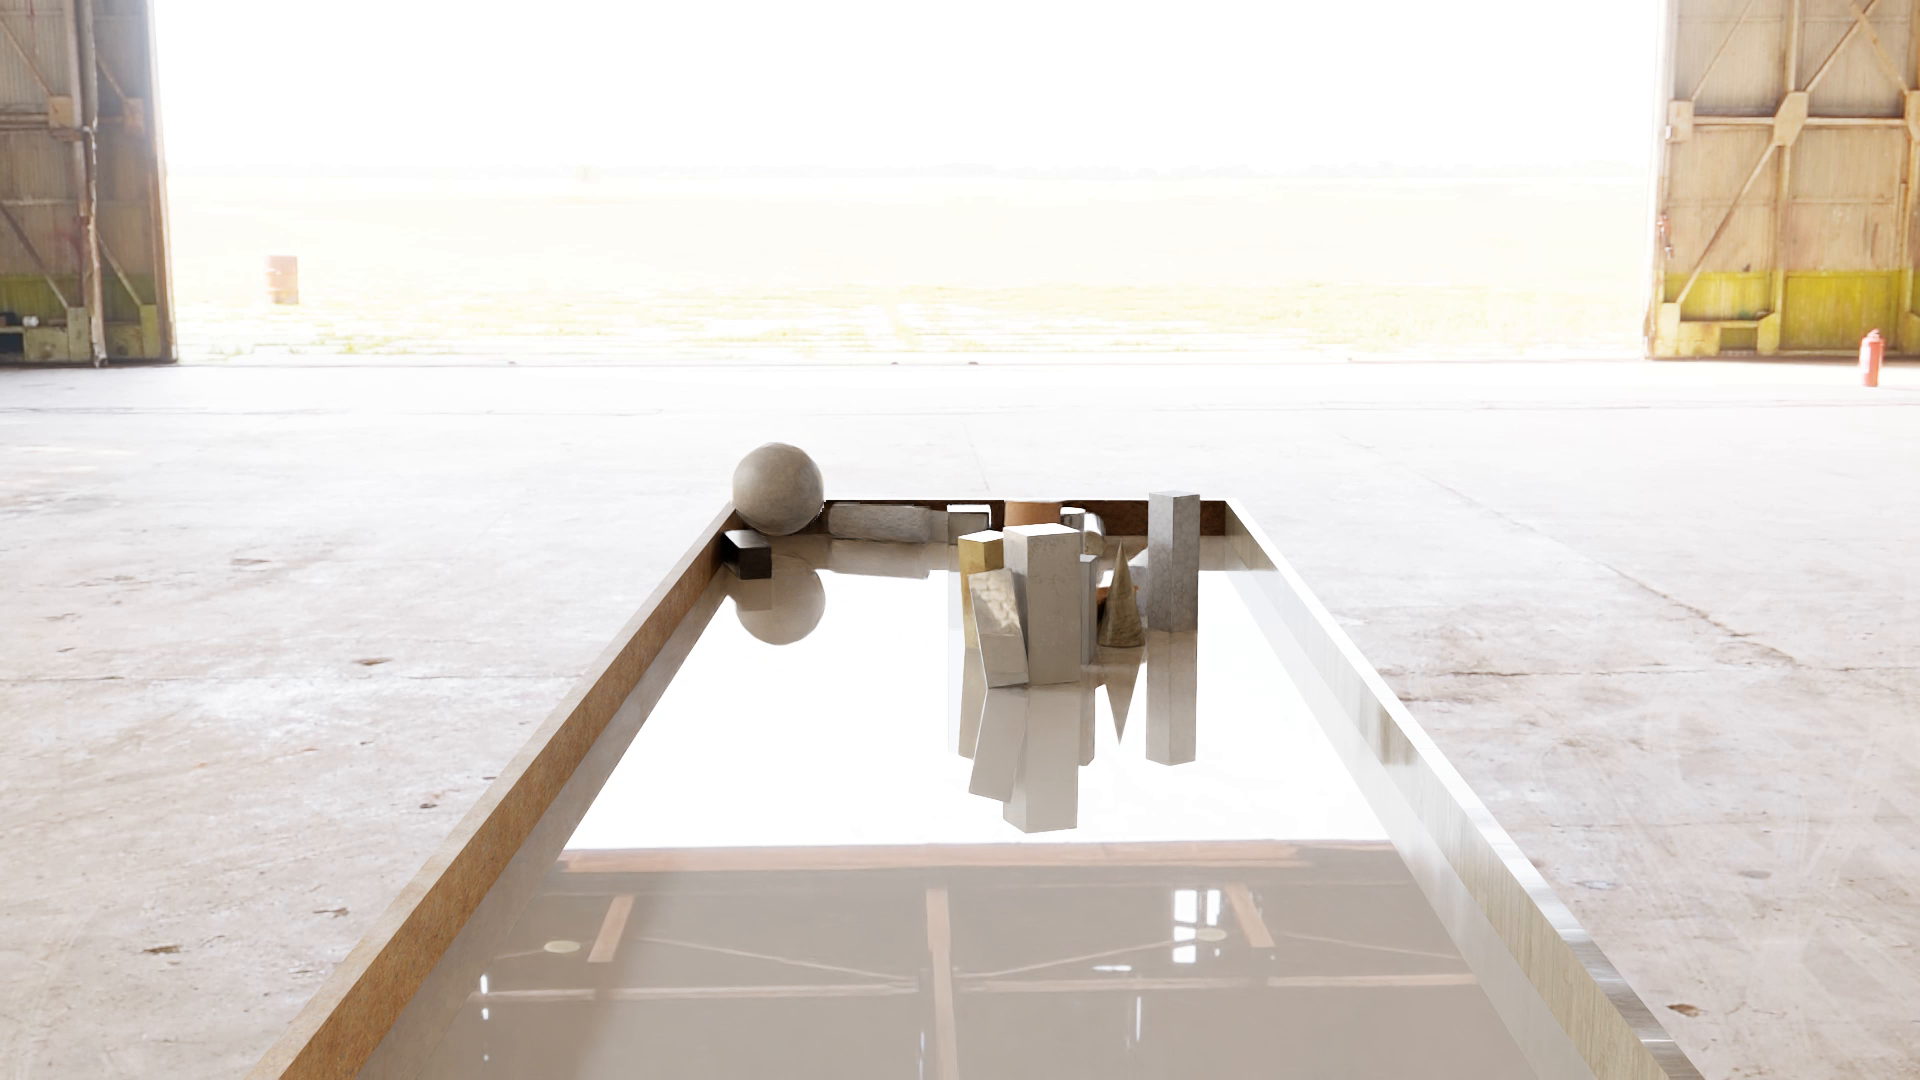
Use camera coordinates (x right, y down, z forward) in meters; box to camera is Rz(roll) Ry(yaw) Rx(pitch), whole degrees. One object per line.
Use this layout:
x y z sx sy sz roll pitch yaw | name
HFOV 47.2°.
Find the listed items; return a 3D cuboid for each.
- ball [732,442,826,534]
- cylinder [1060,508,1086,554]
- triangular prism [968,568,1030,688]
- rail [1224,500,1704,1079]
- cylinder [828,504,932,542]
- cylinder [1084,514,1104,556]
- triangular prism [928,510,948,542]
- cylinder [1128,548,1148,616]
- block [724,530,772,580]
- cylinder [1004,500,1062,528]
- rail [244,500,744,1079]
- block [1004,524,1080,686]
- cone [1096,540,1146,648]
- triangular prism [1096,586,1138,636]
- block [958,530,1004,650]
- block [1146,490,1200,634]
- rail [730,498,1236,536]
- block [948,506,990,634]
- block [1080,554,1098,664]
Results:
-0.733 -0.210 8.873 0.377 0.377 0.377 0 9 0 | ball
0.346 0.094 7.185 0.123 0.384 0.123 0 9 0 | cylinder
0.124 0.250 6.357 0.129 0.330 0.112 -9 1 13 | triangular prism
1.046 0.843 3.208 0.050 0.150 12.000 0 9 1 | rail
-0.324 -0.068 8.957 0.397 0.143 0.143 2 9 19 | cylinder
0.515 -0.015 8.736 0.116 0.116 0.442 0 9 3 | cylinder
-0.088 -0.061 8.997 0.419 0.118 0.136 3 9 19 | triangular prism
0.646 0.138 7.588 0.174 0.174 0.417 3 9 16 | cylinder
-0.803 0.054 8.288 0.119 0.119 0.411 -2 9 -14 | block
0.224 0.090 7.009 0.179 0.427 0.179 3 1 0 | cylinder
-1.004 0.839 3.234 0.050 0.150 12.000 0 9 1 | rail
0.239 0.187 6.417 0.168 0.440 0.168 -5 10 -22 | block
0.508 0.157 6.922 0.159 0.342 0.159 0 9 0 | cone
0.451 0.210 7.052 0.131 0.151 0.355 -37 -10 28 | triangular prism
0.092 0.159 6.858 0.125 0.350 0.125 -13 14 -37 | block
0.695 0.069 7.156 0.118 0.445 0.118 -7 11 -36 | block
0.099 -0.098 9.147 2.100 0.150 0.050 0 9 1 | rail
0.028 0.095 7.141 0.135 0.397 0.135 0 9 -2 | block
0.346 0.210 6.677 0.117 0.316 0.117 2 9 15 | block
